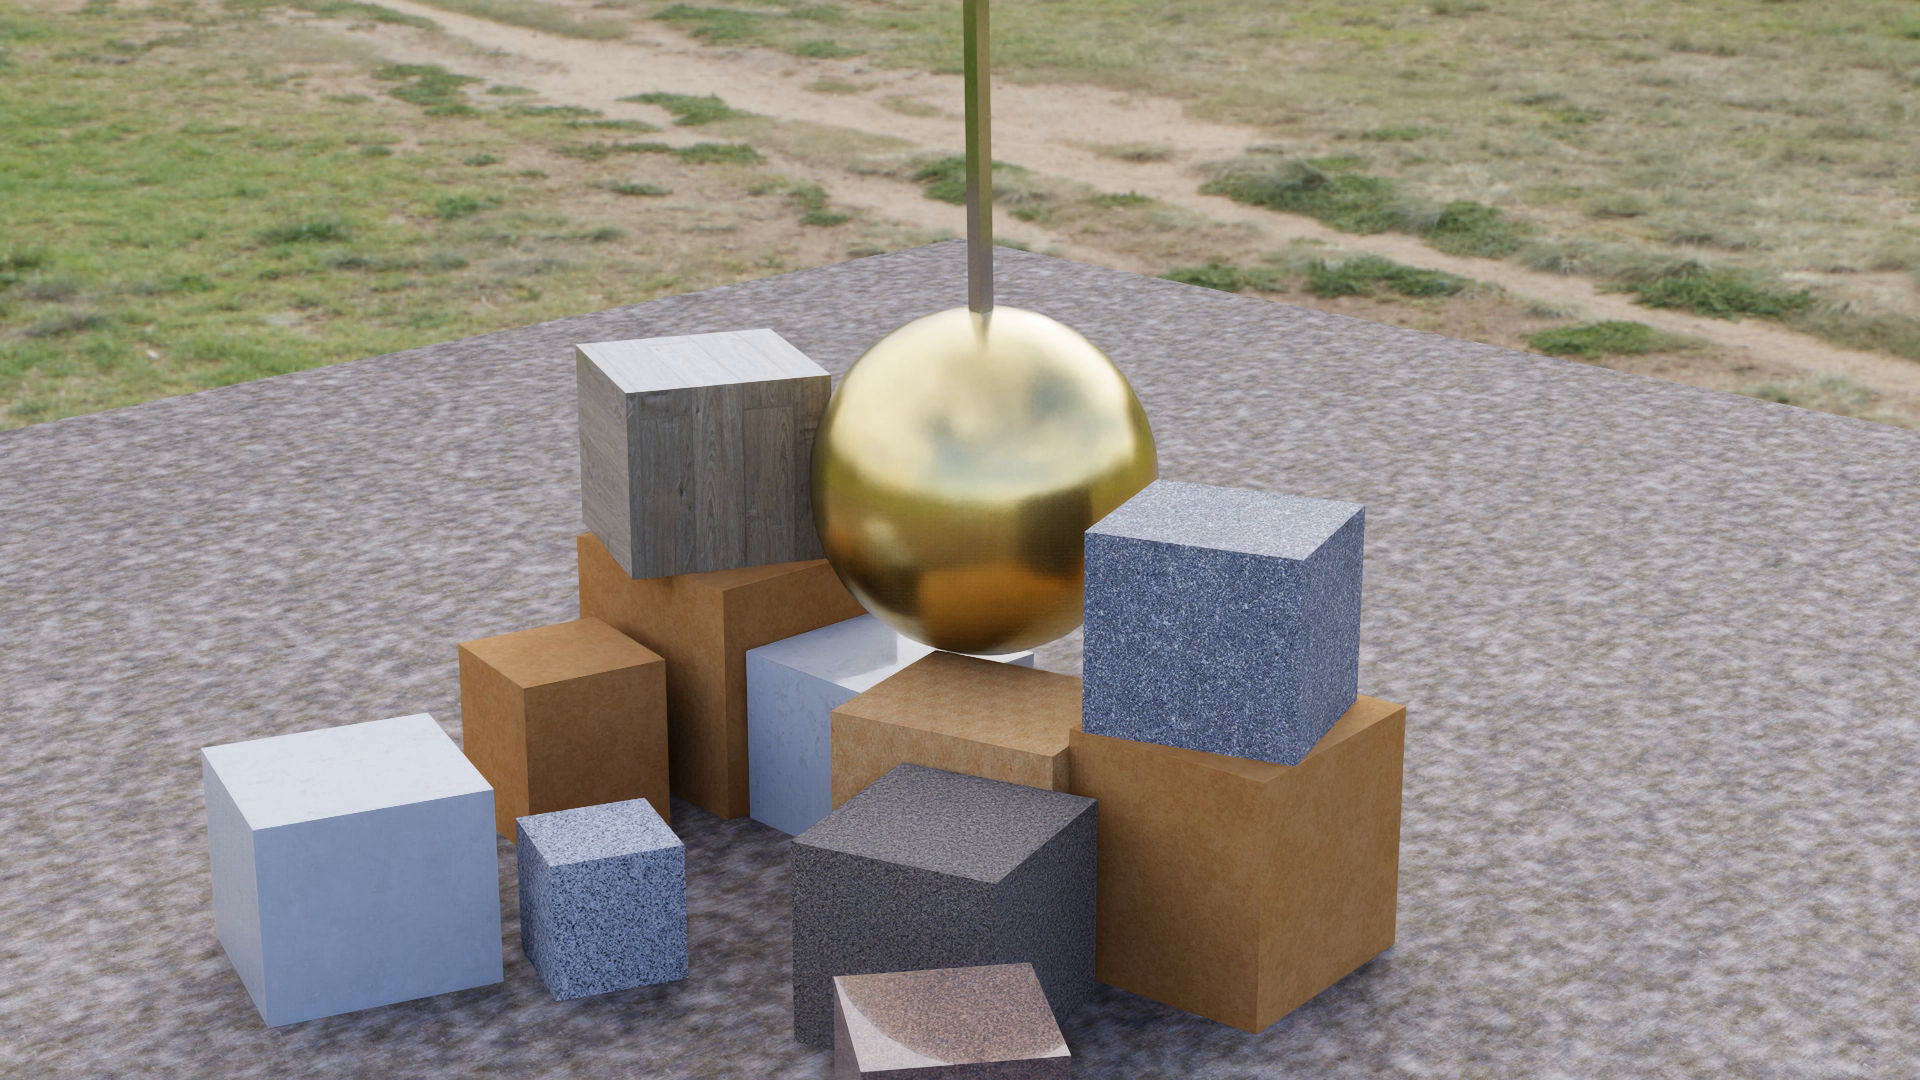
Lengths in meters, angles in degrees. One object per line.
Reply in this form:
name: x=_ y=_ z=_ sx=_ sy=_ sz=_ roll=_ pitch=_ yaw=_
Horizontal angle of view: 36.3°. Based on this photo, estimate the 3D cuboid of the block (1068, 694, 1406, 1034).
block: x=1.173 y=1.270 z=12.466 sx=0.961 sy=1.103 sz=1.102 roll=13 pitch=22 yaw=36

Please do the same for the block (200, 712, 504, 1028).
block: x=-2.593 y=1.381 z=12.489 sx=0.997 sy=0.877 sz=0.988 roll=-8 pitch=19 yaw=-24

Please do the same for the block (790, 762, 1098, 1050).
block: x=-0.053 y=1.548 z=11.956 sx=0.908 sy=0.877 sz=0.946 roll=9 pitch=19 yaw=26

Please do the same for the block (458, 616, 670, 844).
block: x=-1.888 y=0.927 z=13.994 sx=0.725 sy=0.840 sz=0.739 roll=-11 pitch=21 yaw=-31

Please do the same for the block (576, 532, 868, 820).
block: x=-1.105 y=0.553 z=14.647 sx=1.081 sy=1.162 sz=1.177 roll=-15 pitch=23 yaw=-40

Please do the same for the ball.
ball: x=0.109 y=-0.272 z=13.370 sx=1.600 sy=1.600 sz=1.600 roll=0 pitch=17 yaw=0

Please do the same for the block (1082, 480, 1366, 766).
block: x=1.099 y=0.323 z=12.188 sx=0.926 sy=0.869 sz=0.838 roll=8 pitch=19 yaw=23

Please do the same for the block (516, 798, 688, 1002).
block: x=-1.526 y=1.522 z=12.484 sx=0.575 sy=0.610 sz=0.560 roll=-7 pitch=19 yaw=-22

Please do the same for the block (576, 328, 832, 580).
block: x=-1.257 y=-0.441 z=14.350 sx=1.000 sy=0.912 sz=1.016 roll=-6 pitch=19 yaw=-19

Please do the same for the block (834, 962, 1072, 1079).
block: x=-0.040 y=2.047 z=10.639 sx=0.740 sy=0.715 sz=0.755 roll=-3 pitch=18 yaw=-9

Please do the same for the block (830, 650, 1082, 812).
block: x=0.135 y=1.186 z=12.857 sx=1.077 sy=1.027 sz=0.902 roll=10 pitch=20 yaw=28

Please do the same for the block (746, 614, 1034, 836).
block: x=-0.331 y=0.934 z=13.956 sx=0.947 sy=0.850 sz=0.973 roll=-16 pitch=24 yaw=-42

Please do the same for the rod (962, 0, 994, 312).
rod: x=0.047 y=-3.496 z=12.292 sx=0.080 sy=5.200 sz=0.080 roll=17 pitch=25 yaw=42
